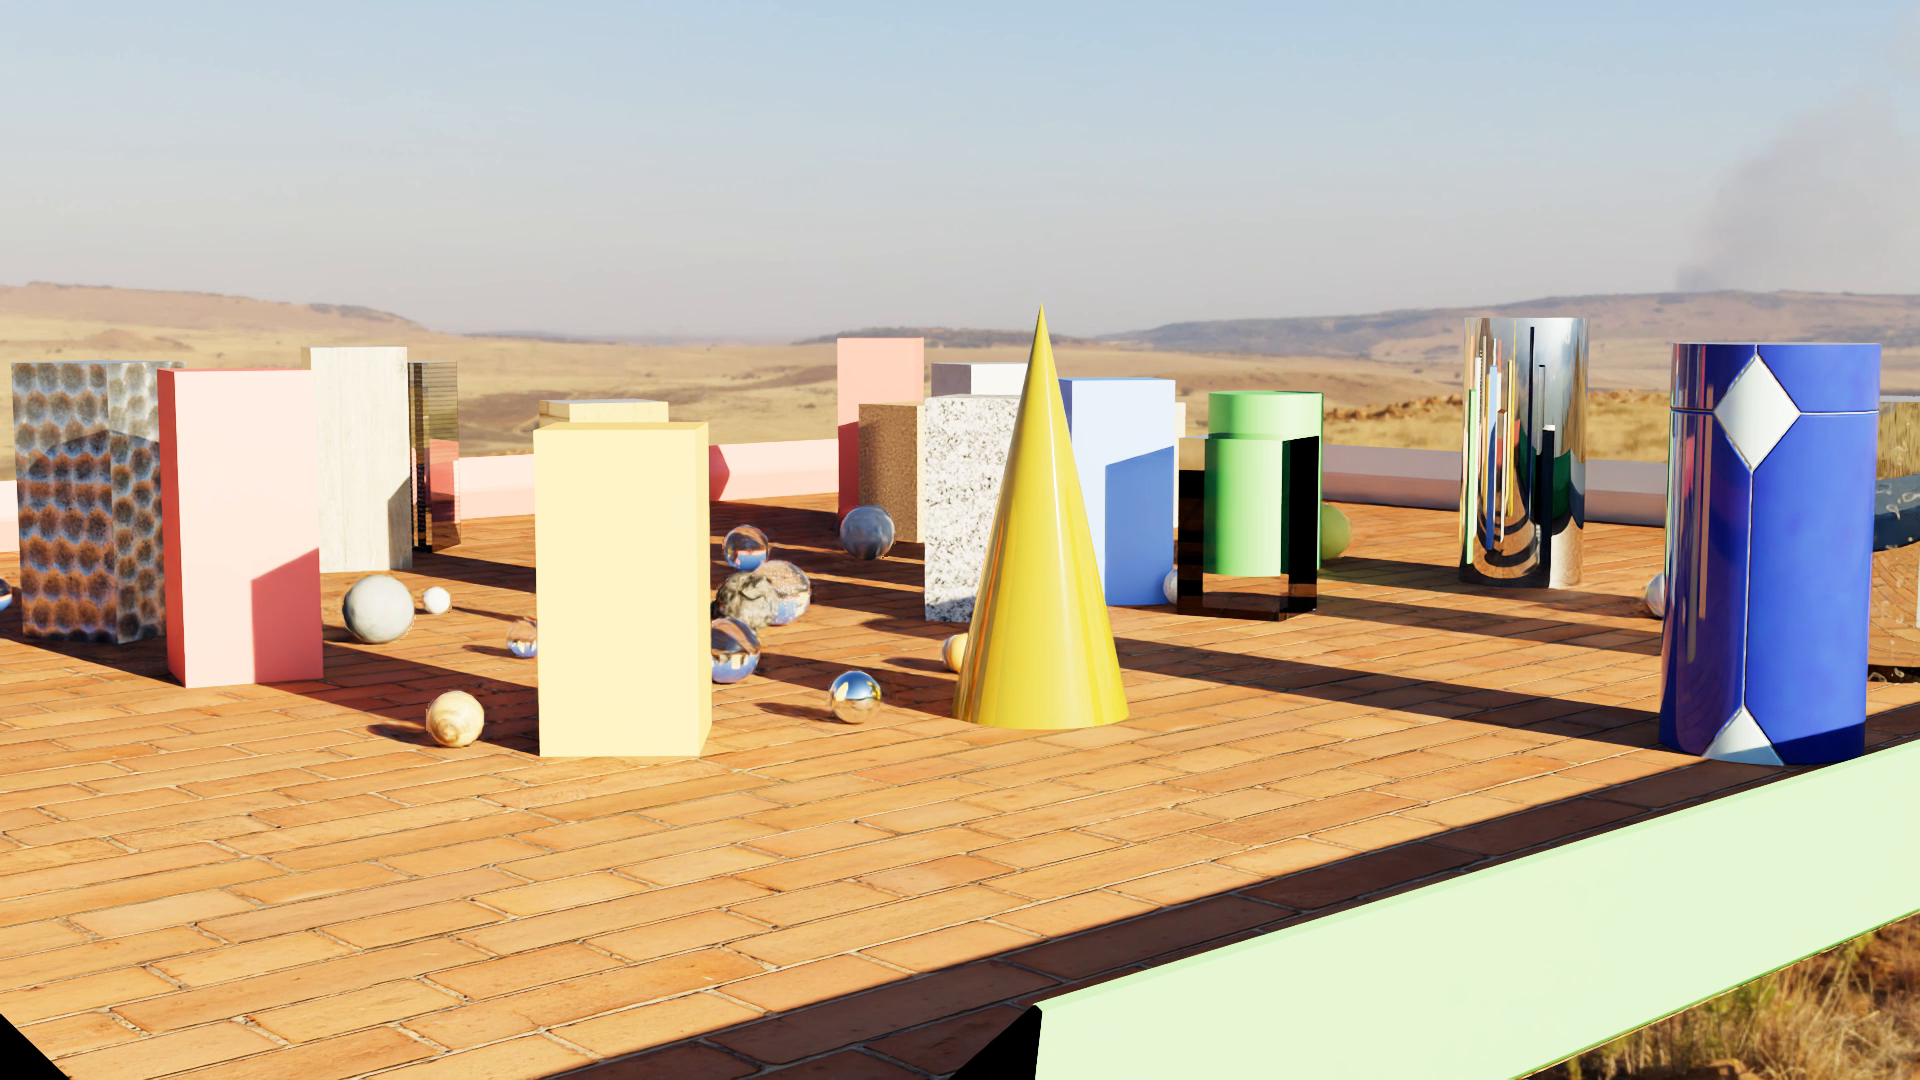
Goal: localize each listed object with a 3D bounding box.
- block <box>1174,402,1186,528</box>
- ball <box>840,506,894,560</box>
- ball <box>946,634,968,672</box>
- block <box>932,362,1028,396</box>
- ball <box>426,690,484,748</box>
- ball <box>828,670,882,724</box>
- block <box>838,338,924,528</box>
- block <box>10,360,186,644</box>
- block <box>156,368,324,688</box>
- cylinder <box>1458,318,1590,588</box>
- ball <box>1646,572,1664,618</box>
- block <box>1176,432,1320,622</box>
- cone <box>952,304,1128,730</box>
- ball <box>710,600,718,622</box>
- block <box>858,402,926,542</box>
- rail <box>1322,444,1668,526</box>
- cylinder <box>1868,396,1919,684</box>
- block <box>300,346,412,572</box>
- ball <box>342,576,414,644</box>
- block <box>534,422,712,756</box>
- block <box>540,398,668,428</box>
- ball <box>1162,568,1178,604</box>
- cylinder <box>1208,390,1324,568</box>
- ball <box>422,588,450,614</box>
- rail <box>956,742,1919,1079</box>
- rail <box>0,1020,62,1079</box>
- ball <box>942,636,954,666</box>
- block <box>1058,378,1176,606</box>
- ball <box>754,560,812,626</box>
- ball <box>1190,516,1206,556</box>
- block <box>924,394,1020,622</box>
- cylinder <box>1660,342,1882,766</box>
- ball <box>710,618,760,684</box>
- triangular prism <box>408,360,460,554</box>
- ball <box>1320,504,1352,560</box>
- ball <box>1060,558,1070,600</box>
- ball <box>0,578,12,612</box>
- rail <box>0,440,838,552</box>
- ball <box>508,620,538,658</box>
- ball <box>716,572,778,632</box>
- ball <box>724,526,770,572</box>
[{"bbox_3d":[0.360,-0.159,4.577,0.159,0.256,0.159,-2,6,-22],"label":"block"},{"bbox_3d":[-0.165,-0.013,3.936,0.098,0.098,0.098,0,6,0],"label":"ball"},{"bbox_3d":[0.008,0.140,2.710,0.049,0.049,0.049,0,6,0],"label":"ball"},{"bbox_3d":[0.055,-0.140,3.936,0.159,0.351,0.159,-3,7,-27],"label":"block"},{"bbox_3d":[-0.516,0.183,2.250,0.057,0.057,0.057,0,6,0],"label":"ball"},{"bbox_3d":[-0.113,0.170,2.379,0.057,0.057,0.057,0,6,0],"label":"ball"},{"bbox_3d":[-0.164,-0.226,4.588,0.159,0.388,0.159,1,6,6],"label":"block"},{"bbox_3d":[-1.176,-0.057,3.027,0.159,0.375,0.159,2,6,20],"label":"block"},{"bbox_3d":[-0.881,-0.021,2.690,0.159,0.373,0.159,-3,7,-27],"label":"block"},{"bbox_3d":[0.927,-0.148,3.616,0.199,0.433,0.199,0,6,0],"label":"cylinder"},{"bbox_3d":[1.028,0.080,3.181,0.070,0.070,0.070,0,6,0],"label":"ball"},{"bbox_3d":[0.426,-0.023,3.248,0.159,0.260,0.159,3,7,28],"label":"block"},{"bbox_3d":[0.089,-0.034,2.422,0.199,0.454,0.199,0,6,0],"label":"cone"},{"bbox_3d":[-0.333,0.103,3.088,0.044,0.044,0.044,0,6,0],"label":"ball"},{"bbox_3d":[-0.088,-0.138,4.343,0.159,0.263,0.159,5,8,42],"label":"block"},{"bbox_3d":[1.388,-0.099,4.605,0.045,0.129,3.488,-5,8,-42],"label":"rail"},{"bbox_3d":[1.149,-0.006,2.716,0.199,0.337,0.199,0,6,0],"label":"cylinder"},{"bbox_3d":[-1.052,-0.145,3.831,0.159,0.382,0.159,-2,6,-23],"label":"block"},{"bbox_3d":[-0.779,0.093,2.946,0.092,0.092,0.092,0,6,0],"label":"ball"},{"bbox_3d":[-0.344,0.046,2.269,0.159,0.327,0.159,0,6,-2],"label":"block"},{"bbox_3d":[-0.564,-0.069,3.490,0.159,0.302,0.159,-3,7,-27],"label":"block"},{"bbox_3d":[0.336,0.071,3.321,0.059,0.059,0.059,0,6,0],"label":"ball"},{"bbox_3d":[0.531,-0.105,3.834,0.199,0.303,0.199,0,6,0],"label":"cylinder"},{"bbox_3d":[-0.770,0.089,3.233,0.040,0.040,0.040,0,6,0],"label":"ball"},{"bbox_3d":[1.166,0.165,2.074,3.824,0.129,0.045,-5,8,-42],"label":"rail"},{"bbox_3d":[-1.388,0.166,2.058,0.045,0.129,3.488,-5,8,-42],"label":"rail"},{"bbox_3d":[-0.003,0.139,2.753,0.040,0.040,0.040,0,6,0],"label":"ball"},{"bbox_3d":[0.232,-0.078,3.398,0.159,0.340,0.159,-1,6,-10],"label":"block"},{"bbox_3d":[-0.258,0.075,3.120,0.093,0.093,0.093,0,6,0],"label":"ball"},{"bbox_3d":[0.455,-0.008,4.001,0.075,0.075,0.075,0,6,0],"label":"ball"},{"bbox_3d":[0.049,-0.049,3.206,0.159,0.321,0.159,2,6,17],"label":"block"},{"bbox_3d":[0.822,0.007,2.237,0.199,0.412,0.199,0,6,0],"label":"cylinder"},{"bbox_3d":[-0.278,0.132,2.635,0.079,0.079,0.079,0,6,0],"label":"ball"},{"bbox_3d":[-1.004,-0.161,4.142,0.172,0.350,0.149,4,7,35],"label":"triangular prism"},{"bbox_3d":[0.652,-0.013,3.936,0.099,0.099,0.099,0,6,0],"label":"ball"},{"bbox_3d":[0.125,0.058,3.322,0.085,0.085,0.085,0,6,0],"label":"ball"},{"bbox_3d":[-1.429,0.080,3.248,0.055,0.055,0.055,0,6,0],"label":"ball"},{"bbox_3d":[-1.166,-0.097,4.589,3.824,0.129,0.045,-5,8,-42],"label":"rail"},{"bbox_3d":[-0.557,0.127,2.829,0.049,0.049,0.049,0,6,0],"label":"ball"},{"bbox_3d":[-0.295,0.087,3.036,0.086,0.086,0.086,0,6,0],"label":"ball"},{"bbox_3d":[-0.365,0.015,3.763,0.080,0.080,0.080,0,6,0],"label":"ball"}]
